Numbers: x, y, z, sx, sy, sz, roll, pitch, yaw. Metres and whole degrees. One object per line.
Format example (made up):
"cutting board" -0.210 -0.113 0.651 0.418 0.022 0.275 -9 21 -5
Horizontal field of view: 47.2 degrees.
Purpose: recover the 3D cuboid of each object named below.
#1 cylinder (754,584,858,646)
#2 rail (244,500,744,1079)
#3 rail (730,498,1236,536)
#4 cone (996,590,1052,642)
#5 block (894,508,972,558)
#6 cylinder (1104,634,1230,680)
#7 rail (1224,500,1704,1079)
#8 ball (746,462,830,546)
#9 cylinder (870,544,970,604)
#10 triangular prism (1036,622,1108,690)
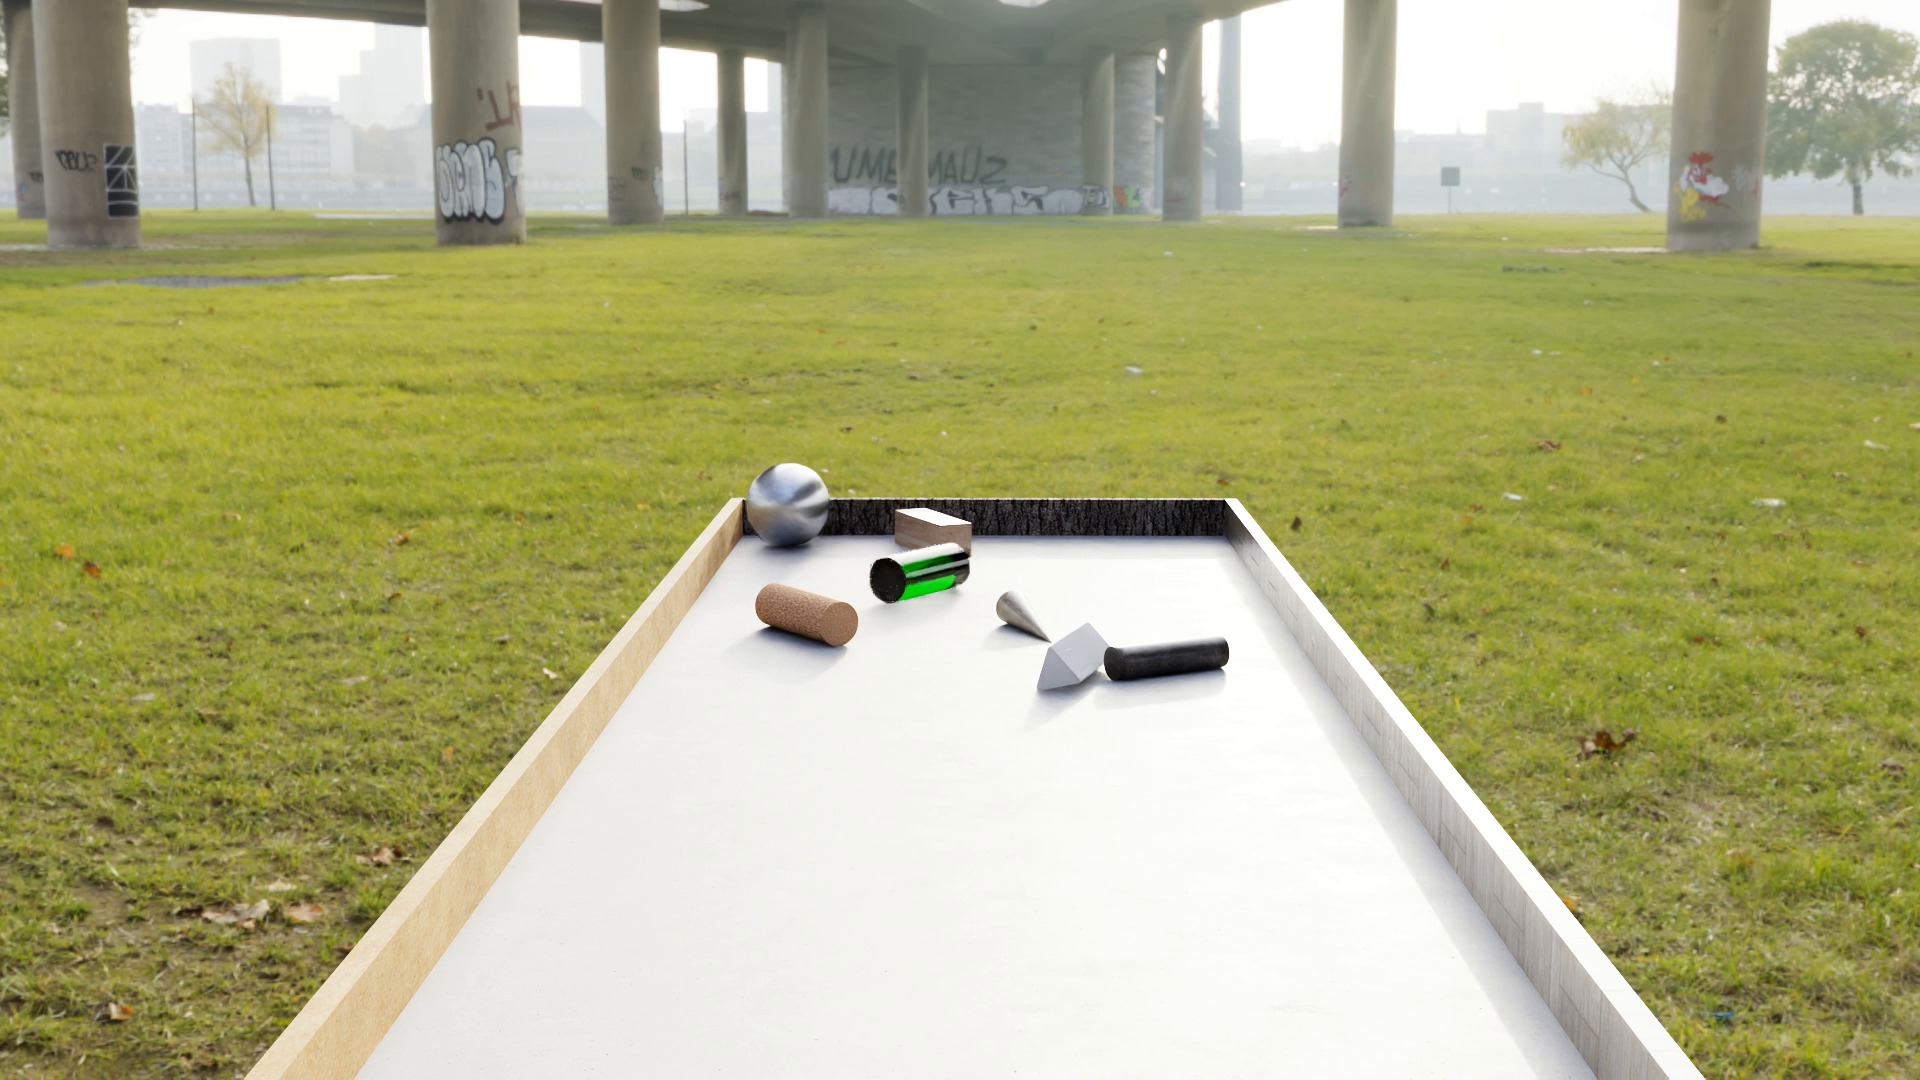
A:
"cylinder" -0.495 0.237 7.062 0.142 0.142 0.409 -6 11 -35
"rail" -1.004 0.839 3.234 0.050 0.150 12.000 0 9 1
"rail" 0.099 -0.098 9.147 2.100 0.150 0.050 0 9 1
"cone" 0.232 0.273 7.103 0.116 0.116 0.356 -3 19 -20
"block" -0.109 -0.026 8.743 0.135 0.135 0.450 -4 10 -24
"cylinder" 0.613 0.346 6.506 0.381 0.100 0.100 -5 10 -28
"rail" 1.046 0.843 3.208 0.050 0.150 12.000 0 9 1
"ball" -0.690 -0.141 8.828 0.336 0.336 0.336 0 9 0
"cylinder" -0.141 0.115 7.767 0.161 0.161 0.381 6 11 35
"triangular prism" 0.332 0.330 6.444 0.134 0.116 0.390 -12 4 21
